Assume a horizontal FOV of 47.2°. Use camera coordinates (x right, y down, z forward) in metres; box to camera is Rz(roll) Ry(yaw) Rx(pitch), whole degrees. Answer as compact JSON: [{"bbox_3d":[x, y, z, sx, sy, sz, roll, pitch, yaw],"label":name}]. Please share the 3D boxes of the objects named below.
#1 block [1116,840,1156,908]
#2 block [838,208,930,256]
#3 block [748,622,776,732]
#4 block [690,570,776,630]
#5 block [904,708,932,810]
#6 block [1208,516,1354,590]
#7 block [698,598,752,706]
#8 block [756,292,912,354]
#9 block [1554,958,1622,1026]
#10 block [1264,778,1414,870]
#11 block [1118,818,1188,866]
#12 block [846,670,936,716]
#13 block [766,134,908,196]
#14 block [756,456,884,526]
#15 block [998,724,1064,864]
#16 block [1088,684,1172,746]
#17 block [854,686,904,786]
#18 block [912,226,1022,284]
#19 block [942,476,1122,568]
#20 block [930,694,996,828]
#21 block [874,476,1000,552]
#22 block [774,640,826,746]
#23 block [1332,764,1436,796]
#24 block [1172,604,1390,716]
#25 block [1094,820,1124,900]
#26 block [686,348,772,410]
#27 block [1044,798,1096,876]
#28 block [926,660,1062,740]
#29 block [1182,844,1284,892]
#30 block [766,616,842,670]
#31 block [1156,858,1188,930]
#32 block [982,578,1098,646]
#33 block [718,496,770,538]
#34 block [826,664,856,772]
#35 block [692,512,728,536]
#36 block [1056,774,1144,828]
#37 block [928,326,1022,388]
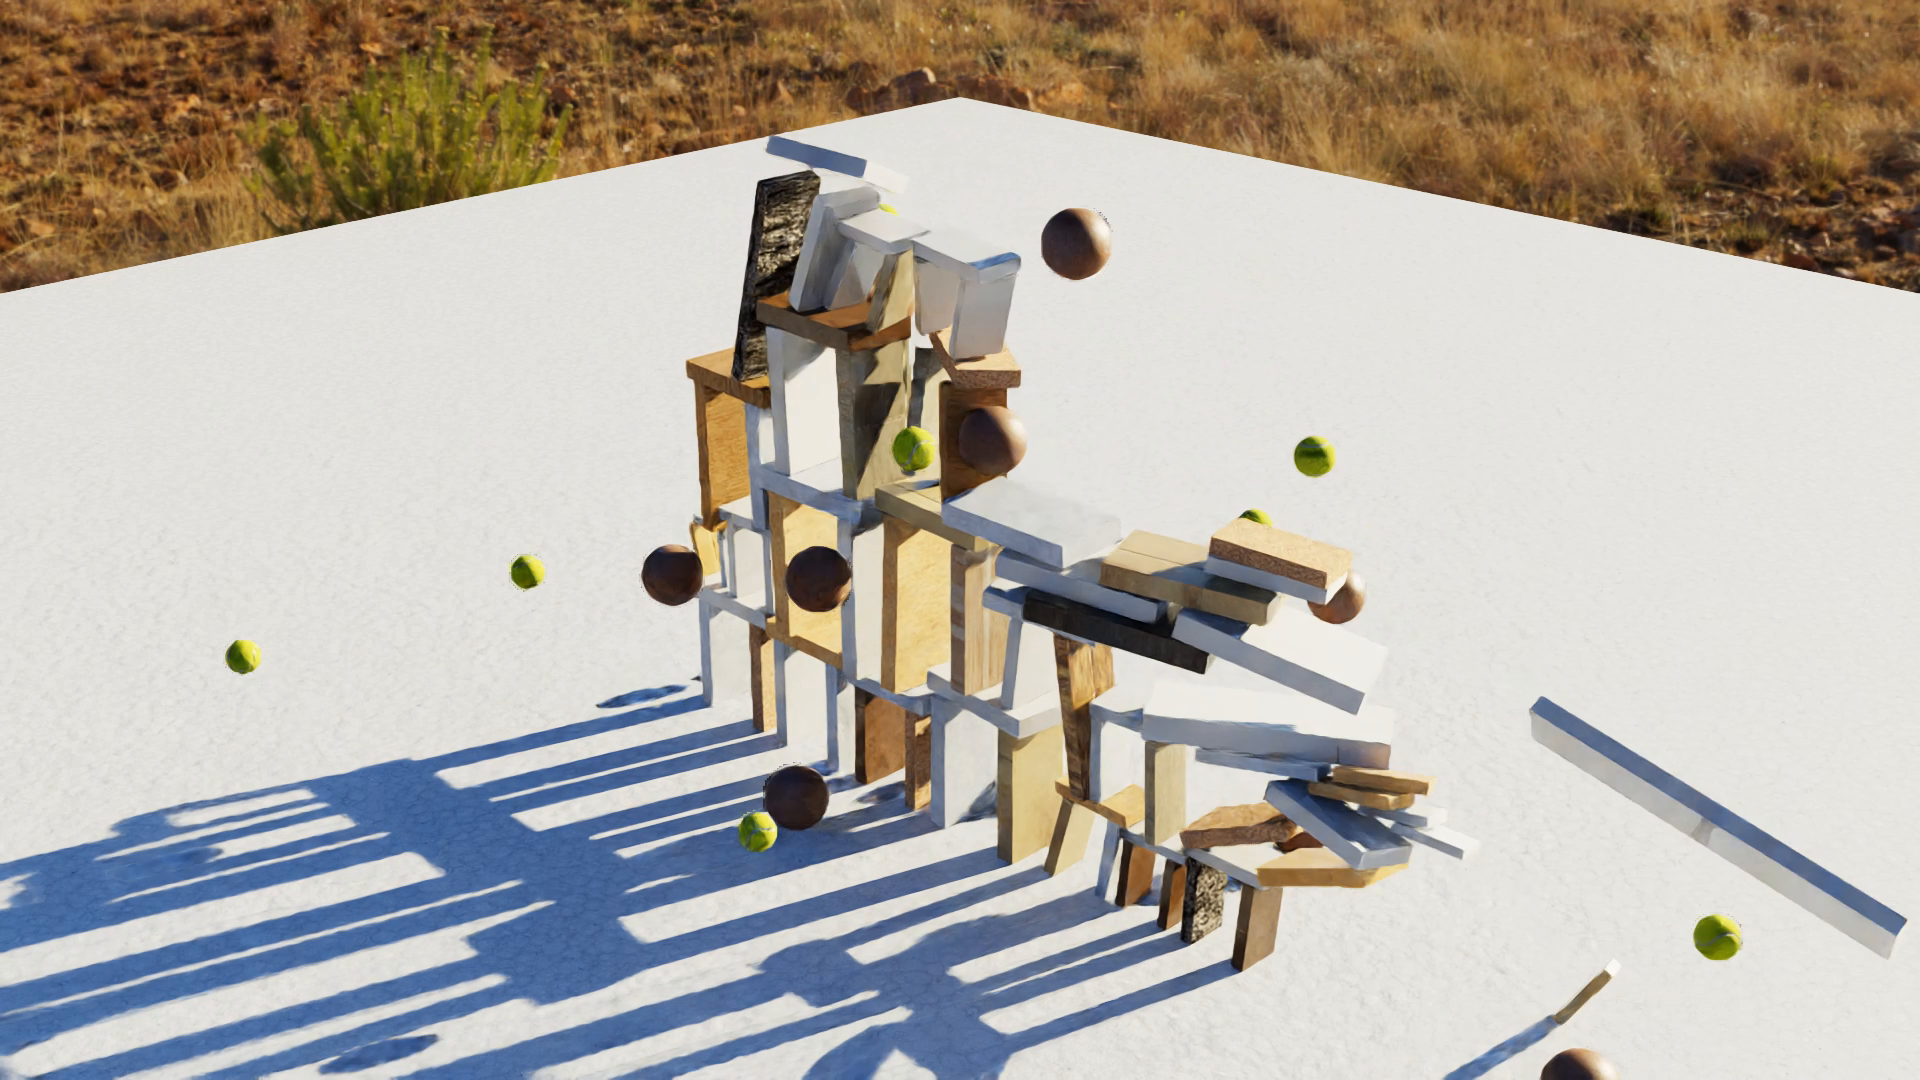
[{"bbox_3d":[0.332,0.610,4.120,0.077,0.154,0.022,-23,39,-39],"label":"block"},{"bbox_3d":[-0.141,-0.575,4.100,0.091,0.026,0.182,-21,30,-27],"label":"block"},{"bbox_3d":[-0.395,0.279,4.779,0.036,0.254,0.127,20,30,39],"label":"block"},{"bbox_3d":[-0.456,0.122,4.778,0.127,0.036,0.254,-21,31,-40],"label":"block"},{"bbox_3d":[-0.061,0.428,4.467,0.031,0.221,0.111,21,30,41],"label":"block"},{"bbox_3d":[0.549,0.021,3.763,0.218,0.031,0.109,18,28,27],"label":"block"},{"bbox_3d":[-0.516,0.232,4.889,0.036,0.254,0.127,22,31,40],"label":"block"},{"bbox_3d":[-0.250,-0.433,4.300,0.152,0.043,0.304,-18,28,-36],"label":"block"},{"bbox_3d":[1.074,0.773,3.766,0.019,0.132,0.066,45,26,16],"label":"block"},{"bbox_3d":[0.635,0.474,3.700,0.119,0.034,0.238,-1,24,-36],"label":"block"},{"bbox_3d":[0.376,0.547,4.043,0.154,0.022,0.077,20,32,38],"label":"block"},{"bbox_3d":[-0.114,0.291,4.466,0.221,0.031,0.111,21,30,40],"label":"block"},{"bbox_3d":[-0.236,-0.718,4.205,0.256,0.036,0.128,21,6,36],"label":"block"},{"bbox_3d":[-0.247,-0.110,4.434,0.157,0.044,0.314,-21,30,-40],"label":"block"},{"bbox_3d":[0.137,0.476,4.277,0.141,0.283,0.040,-21,30,-41],"label":"block"},{"bbox_3d":[0.333,0.315,3.972,0.181,0.026,0.090,18,29,34],"label":"block"},{"bbox_3d":[-0.166,0.388,4.563,0.111,0.221,0.031,-21,31,-41],"label":"block"},{"bbox_3d":[0.011,-0.517,3.990,0.097,0.028,0.194,-23,36,-33],"label":"block"},{"bbox_3d":[0.128,-0.035,3.978,0.153,0.043,0.307,-25,32,-38],"label":"block"},{"bbox_3d":[0.007,0.423,4.402,0.141,0.283,0.040,-20,30,-40],"label":"block"},{"bbox_3d":[-0.012,-0.056,4.232,0.151,0.043,0.301,-15,27,-38],"label":"block"},{"bbox_3d":[-0.338,0.308,4.719,0.035,0.246,0.123,22,31,41],"label":"block"},{"bbox_3d":[0.715,0.403,3.707,0.160,0.023,0.080,7,3,21],"label":"block"},{"bbox_3d":[0.554,0.178,3.800,0.341,0.048,0.171,23,31,14],"label":"block"},{"bbox_3d":[0.304,0.583,4.146,0.026,0.184,0.092,28,36,31],"label":"block"},{"bbox_3d":[-0.434,-0.338,4.554,0.135,0.038,0.270,-20,30,-37],"label":"block"},{"bbox_3d":[0.218,0.553,4.221,0.026,0.184,0.092,34,38,30],"label":"block"},{"bbox_3d":[0.077,0.298,4.282,0.141,0.040,0.283,-17,28,-36],"label":"block"},{"bbox_3d":[0.497,0.565,3.928,0.091,0.026,0.182,-21,31,-41],"label":"block"},{"bbox_3d":[-0.281,0.202,4.610,0.123,0.035,0.246,-22,31,-40],"label":"block"},{"bbox_3d":[0.404,0.639,4.054,0.077,0.154,0.022,-23,39,-39],"label":"block"},{"bbox_3d":[0.167,0.119,3.985,0.229,0.032,0.114,19,32,22],"label":"block"},{"bbox_3d":[-0.419,-0.048,4.645,0.176,0.025,0.088,21,31,40],"label":"block"},{"bbox_3d":[-0.223,0.354,4.612,0.123,0.246,0.035,-21,31,-40],"label":"block"},{"bbox_3d":[-0.521,-0.041,4.785,0.119,0.017,0.059,21,32,40],"label":"block"},{"bbox_3d":[0.276,0.477,4.122,0.092,0.026,0.184,-23,32,-37],"label":"block"},{"bbox_3d":[0.027,-0.354,4.174,0.124,0.035,0.247,-1,27,-13],"label":"block"}]
